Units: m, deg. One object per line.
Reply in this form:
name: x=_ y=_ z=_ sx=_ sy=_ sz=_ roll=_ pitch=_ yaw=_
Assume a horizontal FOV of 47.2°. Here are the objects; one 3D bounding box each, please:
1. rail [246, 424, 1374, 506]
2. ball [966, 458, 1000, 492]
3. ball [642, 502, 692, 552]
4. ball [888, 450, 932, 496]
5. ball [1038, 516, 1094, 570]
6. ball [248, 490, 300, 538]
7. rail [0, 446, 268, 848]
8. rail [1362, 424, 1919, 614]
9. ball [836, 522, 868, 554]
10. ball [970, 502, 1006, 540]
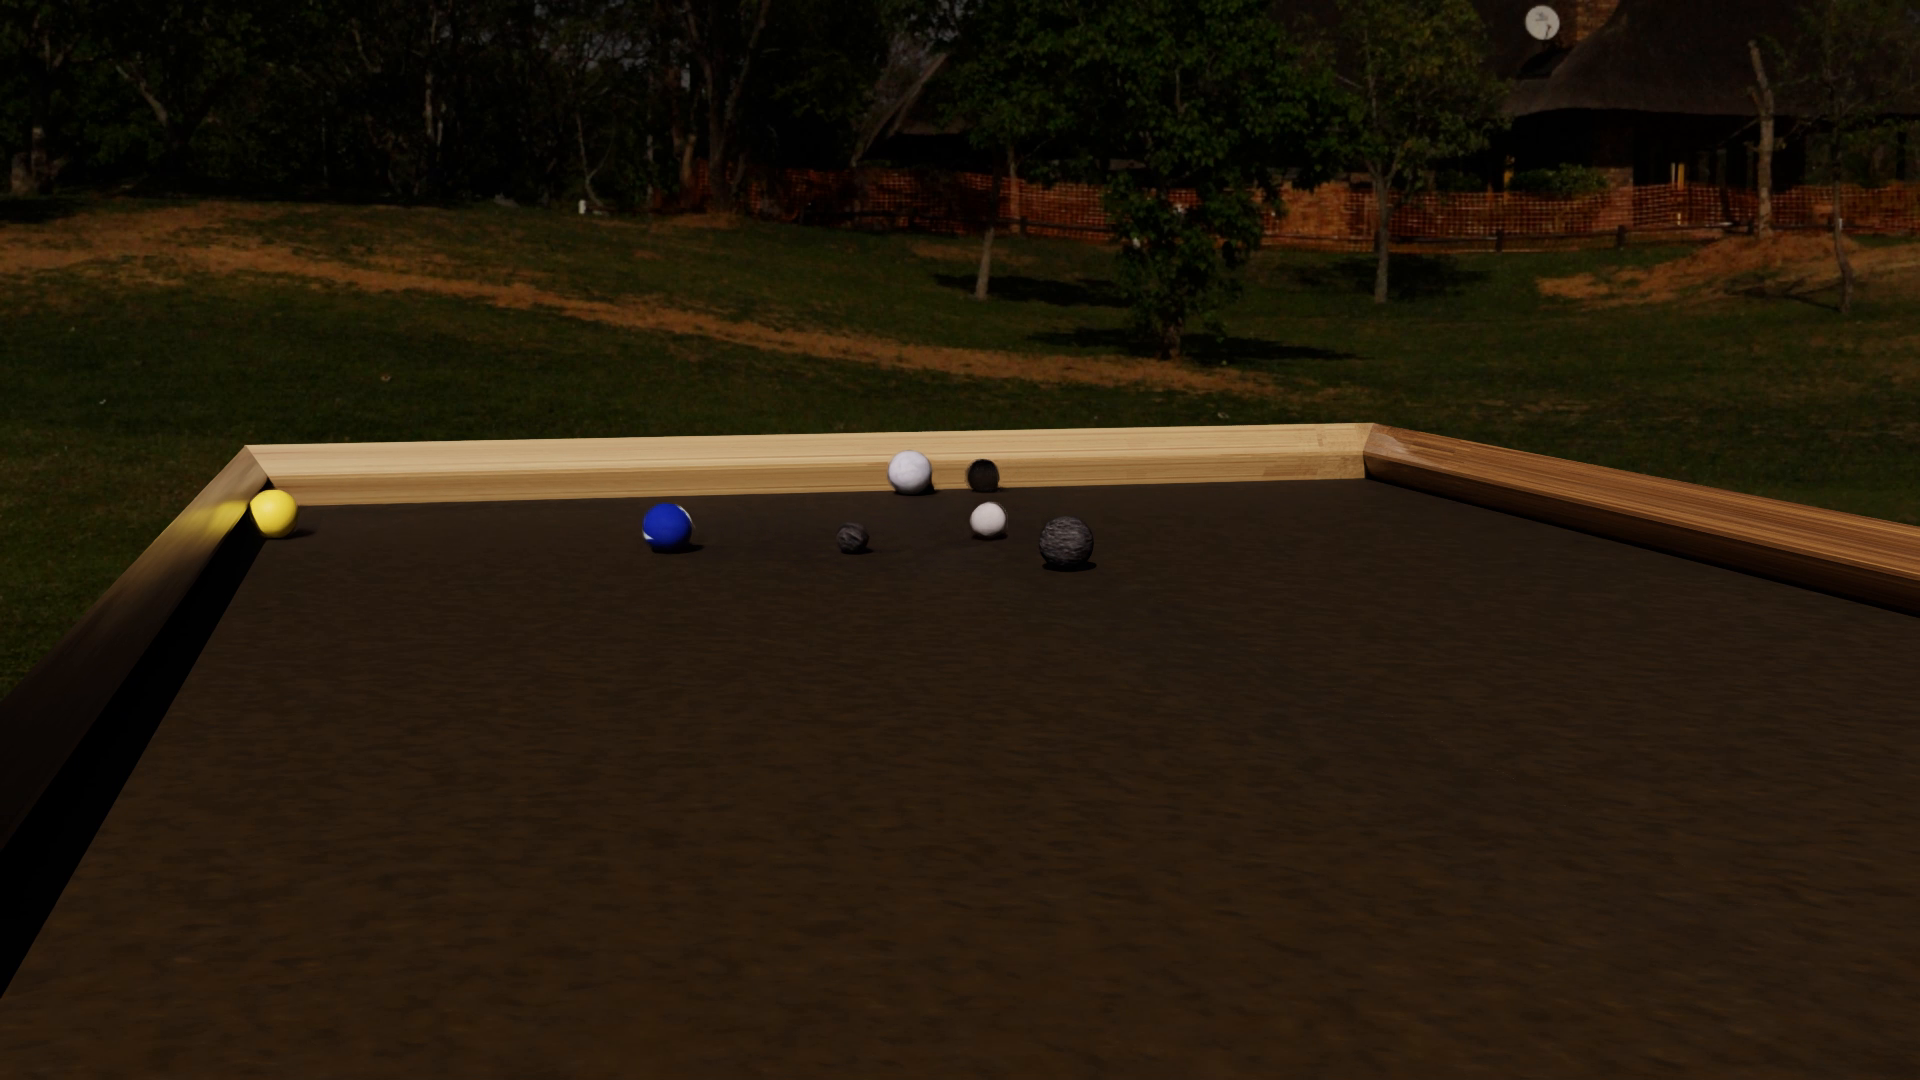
rail: x=-0.244 y=-0.162 z=4.665 sx=2.431 sy=0.123 sz=0.045 roll=-2 pitch=8 yaw=-13
ball: x=0.049 y=-0.138 z=4.685 sx=0.072 sy=0.072 sz=0.072 roll=0 pitch=8 yaw=0
ball: x=-0.500 y=-0.021 z=3.764 sx=0.085 sy=0.085 sz=0.085 roll=0 pitch=8 yaw=0
ball: x=-0.105 y=-0.142 z=4.630 sx=0.095 sy=0.095 sz=0.095 roll=0 pitch=8 yaw=0
ball: x=0.172 y=0.005 z=3.557 sx=0.089 sy=0.089 sz=0.089 roll=0 pitch=8 yaw=0
ball: x=-1.230 y=-0.047 z=3.942 sx=0.089 sy=0.089 sz=0.089 roll=0 pitch=8 yaw=0
rail: x=-0.910 y=0.154 z=2.314 sx=0.045 sy=0.123 sz=4.359 roll=-2 pitch=8 yaw=-13
rail: x=1.410 y=0.081 z=2.856 sx=0.045 sy=0.123 sz=4.359 roll=-2 pitch=8 yaw=-13
ball: x=-0.183 y=-0.004 z=3.752 sx=0.055 sy=0.055 sz=0.055 roll=0 pitch=8 yaw=0
ball: x=0.051 y=-0.034 z=3.937 sx=0.065 sy=0.065 sz=0.065 roll=0 pitch=8 yaw=0
